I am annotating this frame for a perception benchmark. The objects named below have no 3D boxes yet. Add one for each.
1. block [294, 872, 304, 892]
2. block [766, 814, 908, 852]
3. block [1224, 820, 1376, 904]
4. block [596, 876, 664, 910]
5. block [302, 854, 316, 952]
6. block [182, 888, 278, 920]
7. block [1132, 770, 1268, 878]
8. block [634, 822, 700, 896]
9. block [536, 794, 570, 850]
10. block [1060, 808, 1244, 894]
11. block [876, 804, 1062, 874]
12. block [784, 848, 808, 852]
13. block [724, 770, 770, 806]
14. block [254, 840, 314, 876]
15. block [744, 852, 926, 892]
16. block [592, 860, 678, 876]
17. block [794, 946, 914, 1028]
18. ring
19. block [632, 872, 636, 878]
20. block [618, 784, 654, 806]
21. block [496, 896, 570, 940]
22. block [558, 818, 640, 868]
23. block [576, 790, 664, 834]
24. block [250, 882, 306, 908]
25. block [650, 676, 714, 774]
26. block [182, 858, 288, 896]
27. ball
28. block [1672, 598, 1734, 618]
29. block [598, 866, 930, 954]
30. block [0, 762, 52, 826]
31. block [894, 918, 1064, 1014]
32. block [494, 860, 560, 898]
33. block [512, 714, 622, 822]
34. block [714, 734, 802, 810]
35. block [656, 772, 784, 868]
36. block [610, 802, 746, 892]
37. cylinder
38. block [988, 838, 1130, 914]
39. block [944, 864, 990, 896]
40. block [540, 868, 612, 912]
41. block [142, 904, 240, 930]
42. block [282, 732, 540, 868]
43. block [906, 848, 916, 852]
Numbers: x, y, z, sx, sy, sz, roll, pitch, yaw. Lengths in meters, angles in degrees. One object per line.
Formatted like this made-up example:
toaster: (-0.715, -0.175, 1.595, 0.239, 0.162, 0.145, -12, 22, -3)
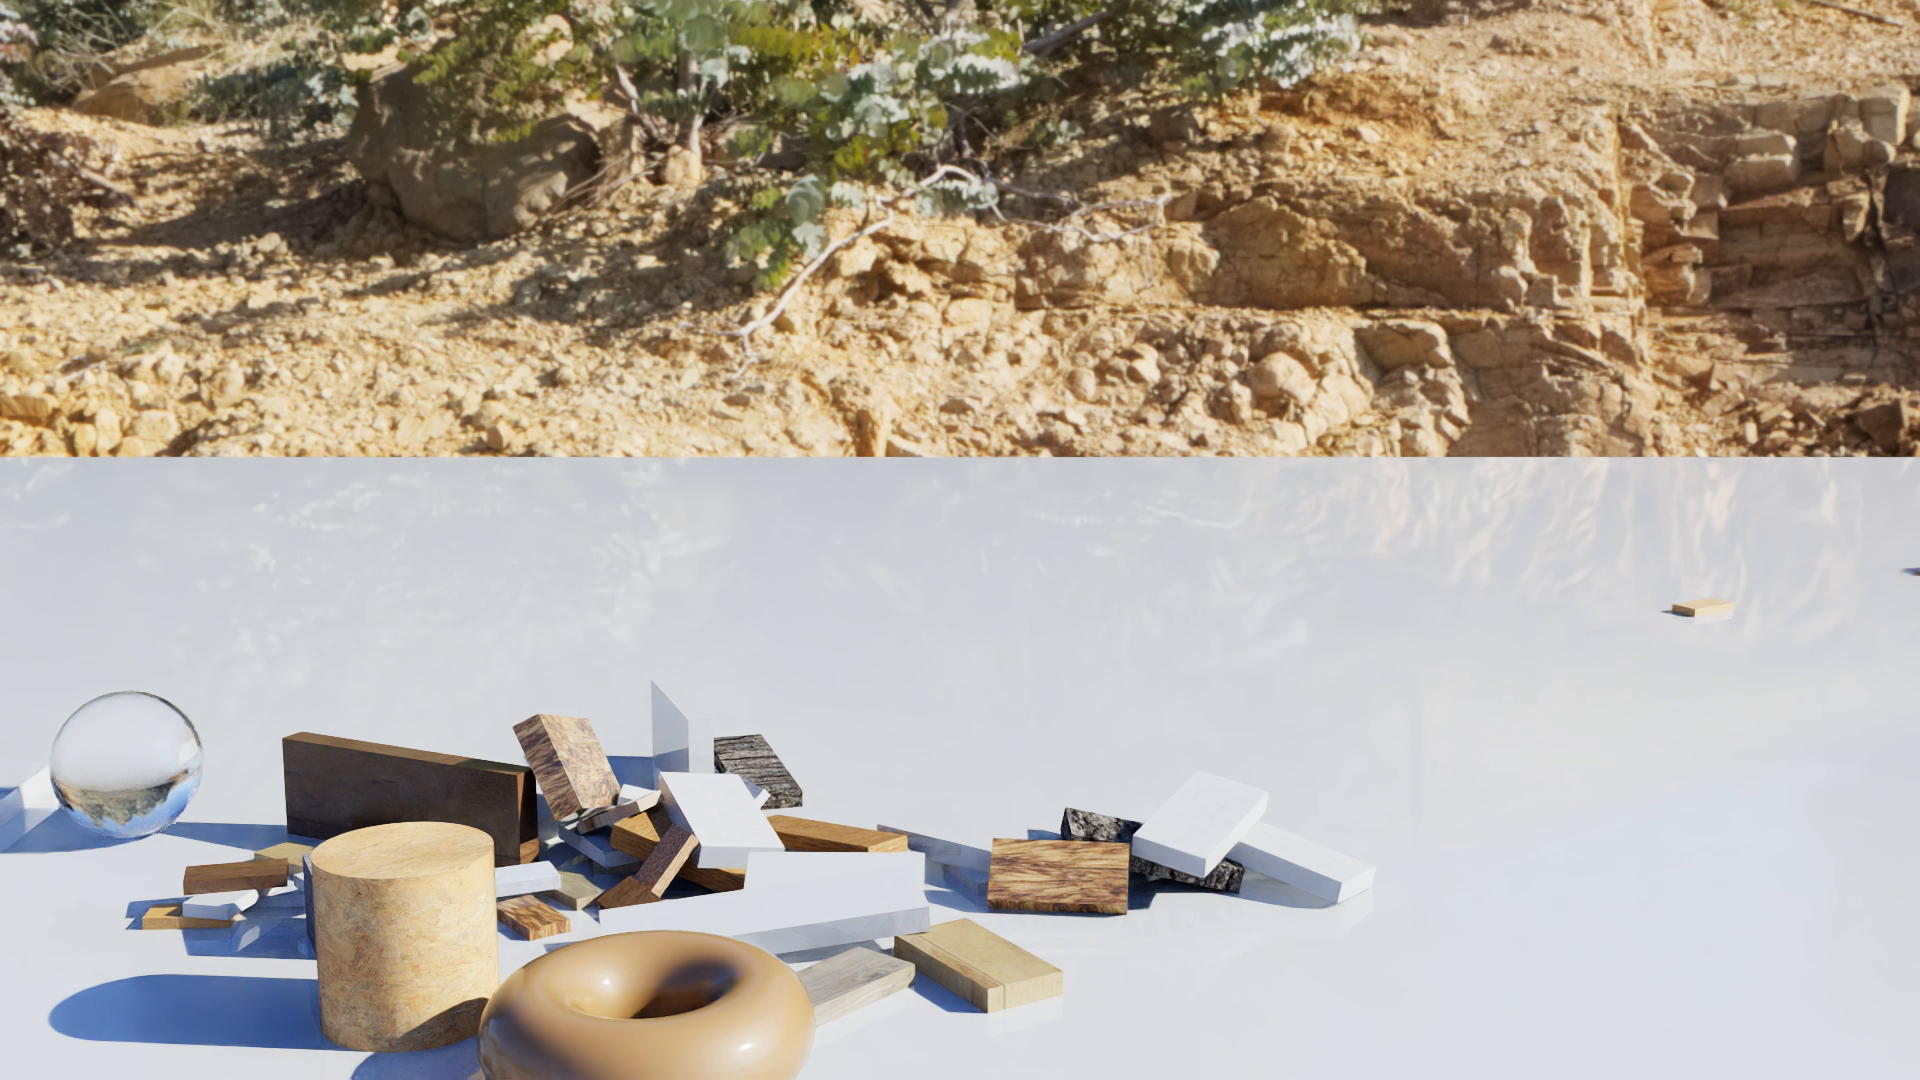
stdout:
block: (-1.008, 0.549, 3.587, 0.136, 0.019, 0.068, -9, 14, -40)
block: (-0.241, 0.518, 3.834, 0.338, 0.026, 0.091, 2, 8, 45)
block: (0.552, 0.535, 3.712, 0.264, 0.037, 0.132, 19, 15, 32)
block: (-0.530, 0.588, 3.548, 0.068, 0.019, 0.135, -36, 25, -21)
block: (-0.951, 0.565, 3.446, 0.130, 0.130, 0.130, -5, 11, -23)
block: (-1.183, 0.577, 3.572, 0.079, 0.022, 0.158, 2, 11, 12)
block: (0.406, 0.475, 3.700, 0.132, 0.037, 0.264, 15, 26, 26)
block: (-0.492, 0.538, 3.620, 0.020, 0.142, 0.071, 43, -15, -31)
block: (-0.889, 0.501, 4.008, 0.357, 0.051, 0.179, 4, 11, 22)
block: (0.323, 0.525, 3.730, 0.296, 0.042, 0.148, 12, 10, -4)
block: (0.018, 0.521, 3.808, 0.296, 0.042, 0.148, 8, 13, 37)
block: (-0.262, 0.543, 3.875, 0.058, 0.016, 0.115, -10, 15, -44)
block: (-0.417, 0.479, 4.094, 0.071, 0.020, 0.142, -50, 32, -17)
block: (-1.137, 0.555, 3.799, 0.158, 0.022, 0.079, 7, 13, 35)
block: (-0.202, 0.566, 3.548, 0.288, 0.041, 0.144, 0, 32, 1)
block: (-0.530, 0.551, 3.803, 0.190, 0.027, 0.095, 1, 11, 4)
block: (-0.183, 0.656, 3.227, 0.113, 0.032, 0.226, 9, 14, 39)
ring: (-0.416, 0.652, 2.932, 0.447, 0.149, 0.447, 0, 12, 0)
block: (-0.530, 0.579, 3.694, 0.045, 0.013, 0.090, -1, 11, -5)
block: (-0.531, 0.489, 4.007, 0.182, 0.026, 0.091, 14, 7, -5)
block: (-0.689, 0.606, 3.528, 0.071, 0.020, 0.142, -8, 13, -36)
block: (-0.613, 0.521, 3.817, 0.095, 0.027, 0.190, -7, 13, -34)
block: (-0.587, 0.470, 3.802, 0.142, 0.020, 0.071, -23, -1, 29)
block: (-0.989, 0.584, 3.646, 0.353, 0.019, 0.068, -1, 11, -4)
block: (-0.543, 0.389, 4.289, 0.048, 0.168, 0.337, -4, 11, -19)
block: (-1.182, 0.550, 3.595, 0.160, 0.023, 0.080, -3, 11, -15)
ball: (-1.498, 0.403, 3.957, 0.263, 0.263, 0.263, 0, 11, 0)
block: (1.968, 0.178, 5.828, 0.151, 0.021, 0.076, -7, 12, -32)
block: (-0.303, 0.589, 3.402, 0.496, 0.042, 0.148, -7, 18, -10)
block: (-1.839, 0.513, 3.952, 0.168, 0.048, 0.656, 0, 11, 0)
block: (0.025, 0.638, 3.310, 0.132, 0.037, 0.264, -7, 12, -32)
block: (-0.750, 0.564, 3.638, 0.160, 0.023, 0.080, -5, 12, -23)
block: (-0.689, 0.405, 3.912, 0.051, 0.179, 0.357, -27, -7, 1)
block: (-0.407, 0.453, 4.317, 0.113, 0.032, 0.410, -3, 11, -16)
block: (-0.412, 0.478, 3.758, 0.144, 0.041, 0.288, 5, 17, -24)
block: (-0.431, 0.528, 3.719, 0.288, 0.041, 0.144, 19, 17, 23)
cylinder: (-0.788, 0.561, 3.135, 0.252, 0.252, 0.252, 0, 11, 0)
block: (0.163, 0.551, 3.605, 0.226, 0.032, 0.113, 1, 54, 7)
block: (0.035, 0.566, 3.740, 0.076, 0.021, 0.151, -4, 11, -22)
block: (-0.645, 0.581, 3.660, 0.071, 0.020, 0.142, -9, 14, -41)
block: (-1.236, 0.604, 3.538, 0.136, 0.019, 0.068, -1, 11, -4)
block: (-0.973, 0.461, 3.875, 0.524, 0.179, 0.051, 5, 12, 26)
block: (-0.145, 0.546, 3.747, 0.135, 0.019, 0.067, -9, 14, -40)
